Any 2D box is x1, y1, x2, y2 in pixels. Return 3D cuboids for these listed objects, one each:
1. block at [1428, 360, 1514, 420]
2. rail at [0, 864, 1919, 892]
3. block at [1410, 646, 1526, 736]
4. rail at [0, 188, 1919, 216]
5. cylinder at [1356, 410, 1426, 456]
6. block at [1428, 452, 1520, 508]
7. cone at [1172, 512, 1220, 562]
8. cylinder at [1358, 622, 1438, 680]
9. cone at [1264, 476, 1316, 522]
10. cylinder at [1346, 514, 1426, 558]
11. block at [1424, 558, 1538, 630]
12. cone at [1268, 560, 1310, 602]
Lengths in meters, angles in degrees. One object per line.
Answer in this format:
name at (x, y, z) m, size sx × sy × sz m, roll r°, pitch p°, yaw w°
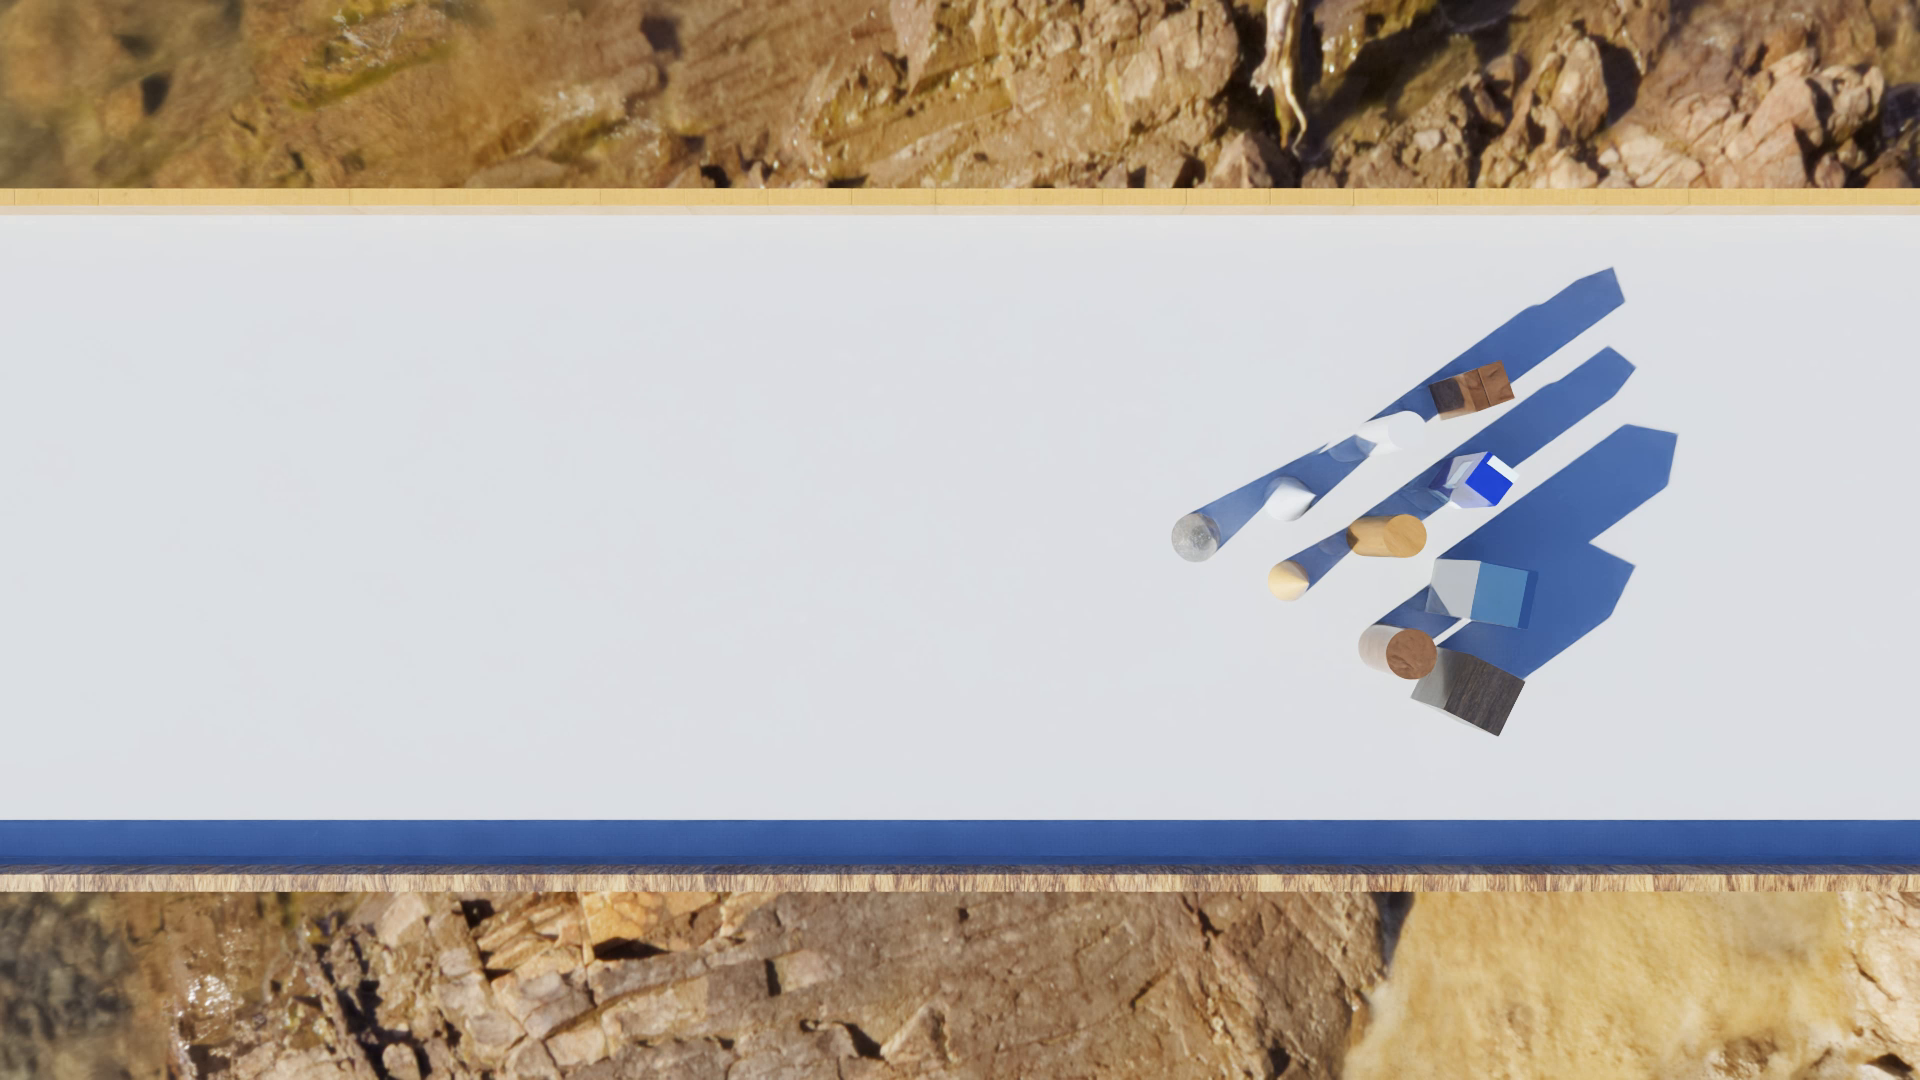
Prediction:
block at (1.516, -0.441, 4.901) m, size 0.117 × 0.350 × 0.117 m, roll -20°, pitch 90°, yaw 0°
rail at (-2.247, 1.025, 5.001) m, size 12.000 × 0.150 × 0.050 m, roll 0°, pitch 90°, yaw 0°
block at (1.503, 0.446, 4.901) m, size 0.177 × 0.351 × 0.177 m, roll 26°, pitch 90°, yaw 0°
rail at (-2.247, -1.025, 5.002) m, size 12.000 × 0.150 × 0.050 m, roll 0°, pitch 90°, yaw 0°
cylinder at (1.272, -0.312, 4.884) m, size 0.110 × 0.385 × 0.110 m, roll 0°, pitch 90°, yaw 0°
block at (1.518, -0.174, 4.890) m, size 0.112 × 0.373 × 0.112 m, roll 37°, pitch 90°, yaw 0°
cone at (0.726, -0.007, 4.917) m, size 0.152 × 0.320 × 0.152 m, roll 0°, pitch 90°, yaw 0°
cylinder at (1.299, 0.329, 4.910) m, size 0.148 × 0.333 × 0.148 m, roll 0°, pitch 90°, yaw 0°
cone at (1.006, -0.127, 4.870) m, size 0.143 × 0.413 × 0.143 m, roll 0°, pitch 90°, yaw 0°
cylinder at (1.250, -0.011, 4.854) m, size 0.123 × 0.444 × 0.123 m, roll 0°, pitch 90°, yaw 0°
block at (1.527, 0.155, 4.853) m, size 0.165 × 0.448 × 0.165 m, roll 11°, pitch 90°, yaw 0°
cone at (1.011, 0.126, 4.925) m, size 0.127 × 0.302 × 0.127 m, roll 0°, pitch 90°, yaw 0°
